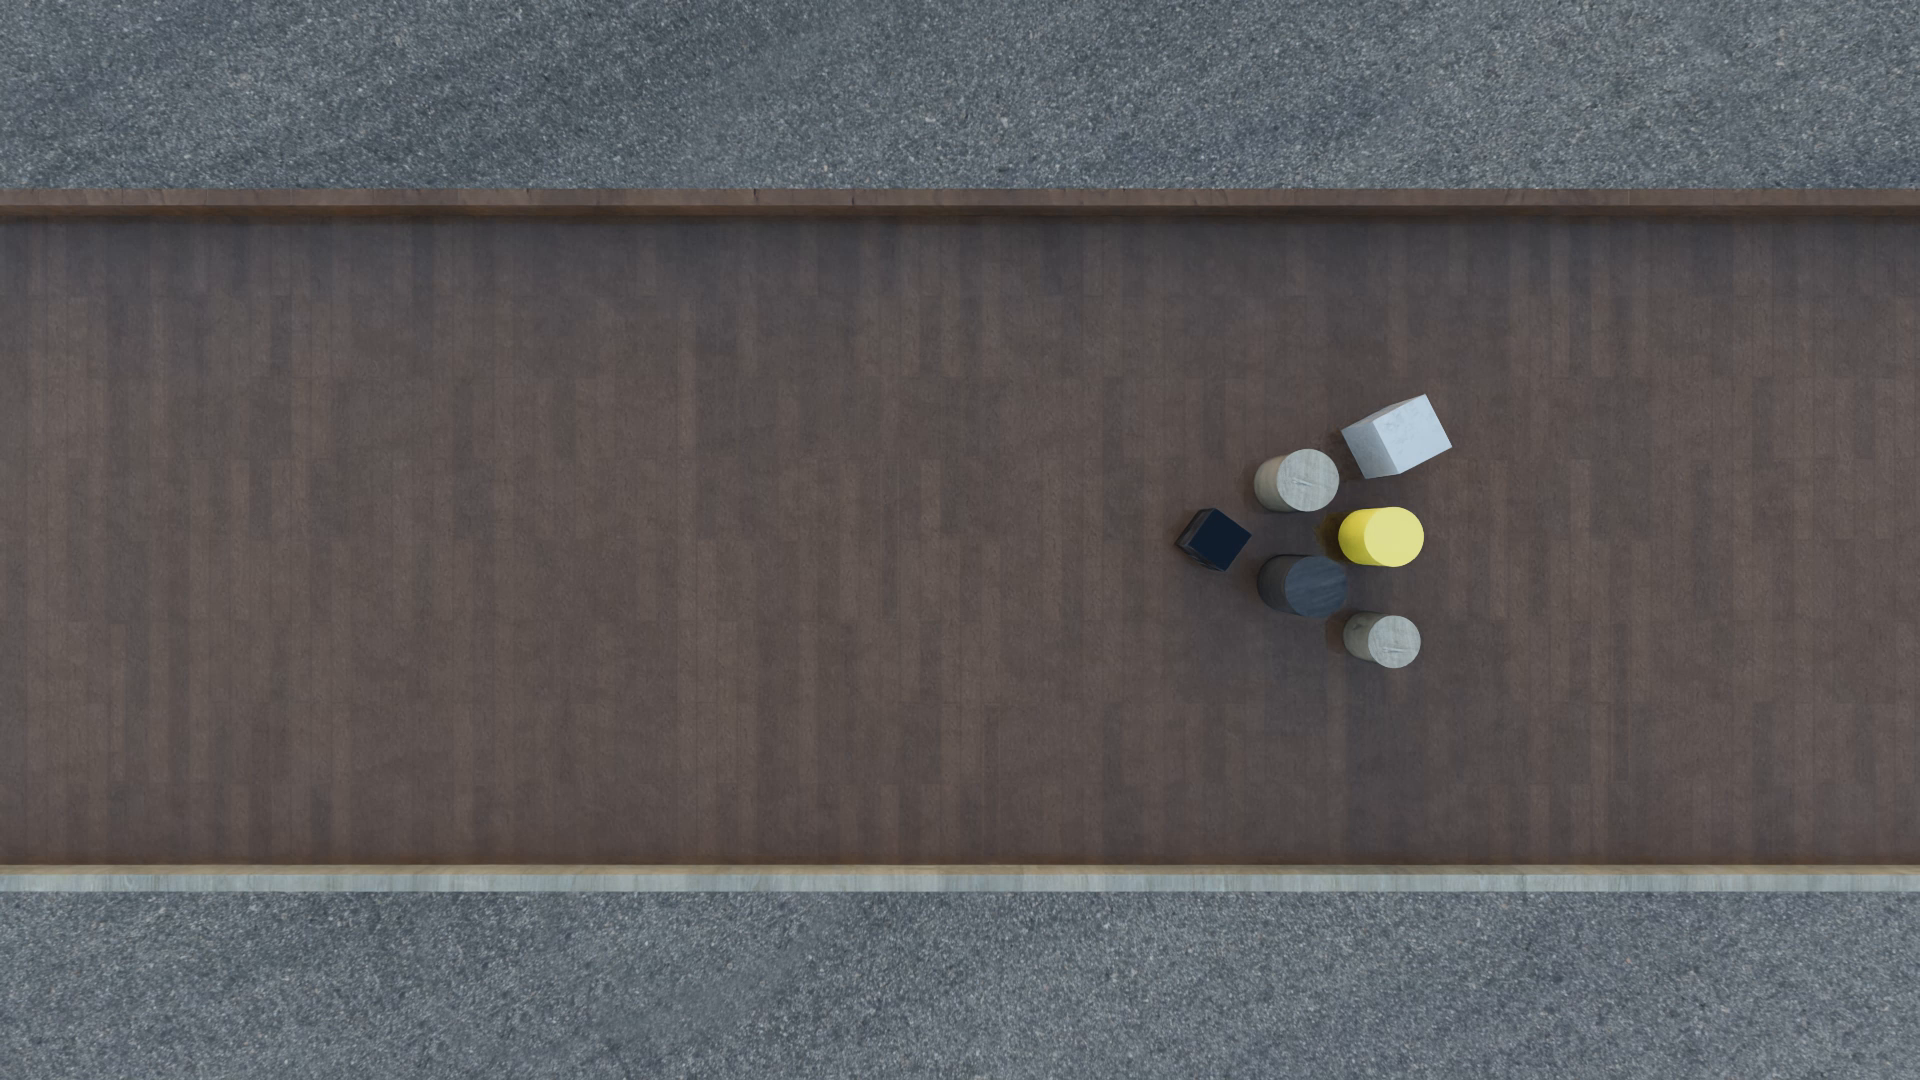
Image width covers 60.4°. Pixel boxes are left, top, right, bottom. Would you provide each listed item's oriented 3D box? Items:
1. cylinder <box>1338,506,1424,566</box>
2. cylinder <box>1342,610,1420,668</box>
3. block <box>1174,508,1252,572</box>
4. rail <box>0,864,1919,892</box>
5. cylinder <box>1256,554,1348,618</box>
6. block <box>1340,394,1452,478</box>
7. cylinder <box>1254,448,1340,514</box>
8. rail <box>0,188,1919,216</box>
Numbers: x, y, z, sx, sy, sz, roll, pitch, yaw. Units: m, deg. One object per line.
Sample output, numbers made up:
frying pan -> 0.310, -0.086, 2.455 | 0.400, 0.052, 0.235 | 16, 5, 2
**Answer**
cylinder -> 1.250, -0.009, 4.914 | 0.172, 0.326, 0.172 | 0, 90, 0
cylinder -> 1.254, 0.294, 4.920 | 0.152, 0.313, 0.152 | 0, 90, 0
block -> 0.750, -0.001, 4.917 | 0.132, 0.319, 0.132 | 36, 90, 0
rail -> -2.247, 1.025, 5.001 | 12.000, 0.150, 0.050 | 0, 90, 0
cylinder -> 1.002, 0.132, 4.860 | 0.178, 0.433, 0.178 | 0, 90, 0
block -> 1.284, -0.301, 4.879 | 0.168, 0.395, 0.168 | -27, 90, 0
cylinder -> 0.993, -0.171, 4.893 | 0.178, 0.367, 0.178 | 0, 90, 0
rail -> -2.247, -1.025, 5.002 | 12.000, 0.150, 0.050 | 0, 90, 0
